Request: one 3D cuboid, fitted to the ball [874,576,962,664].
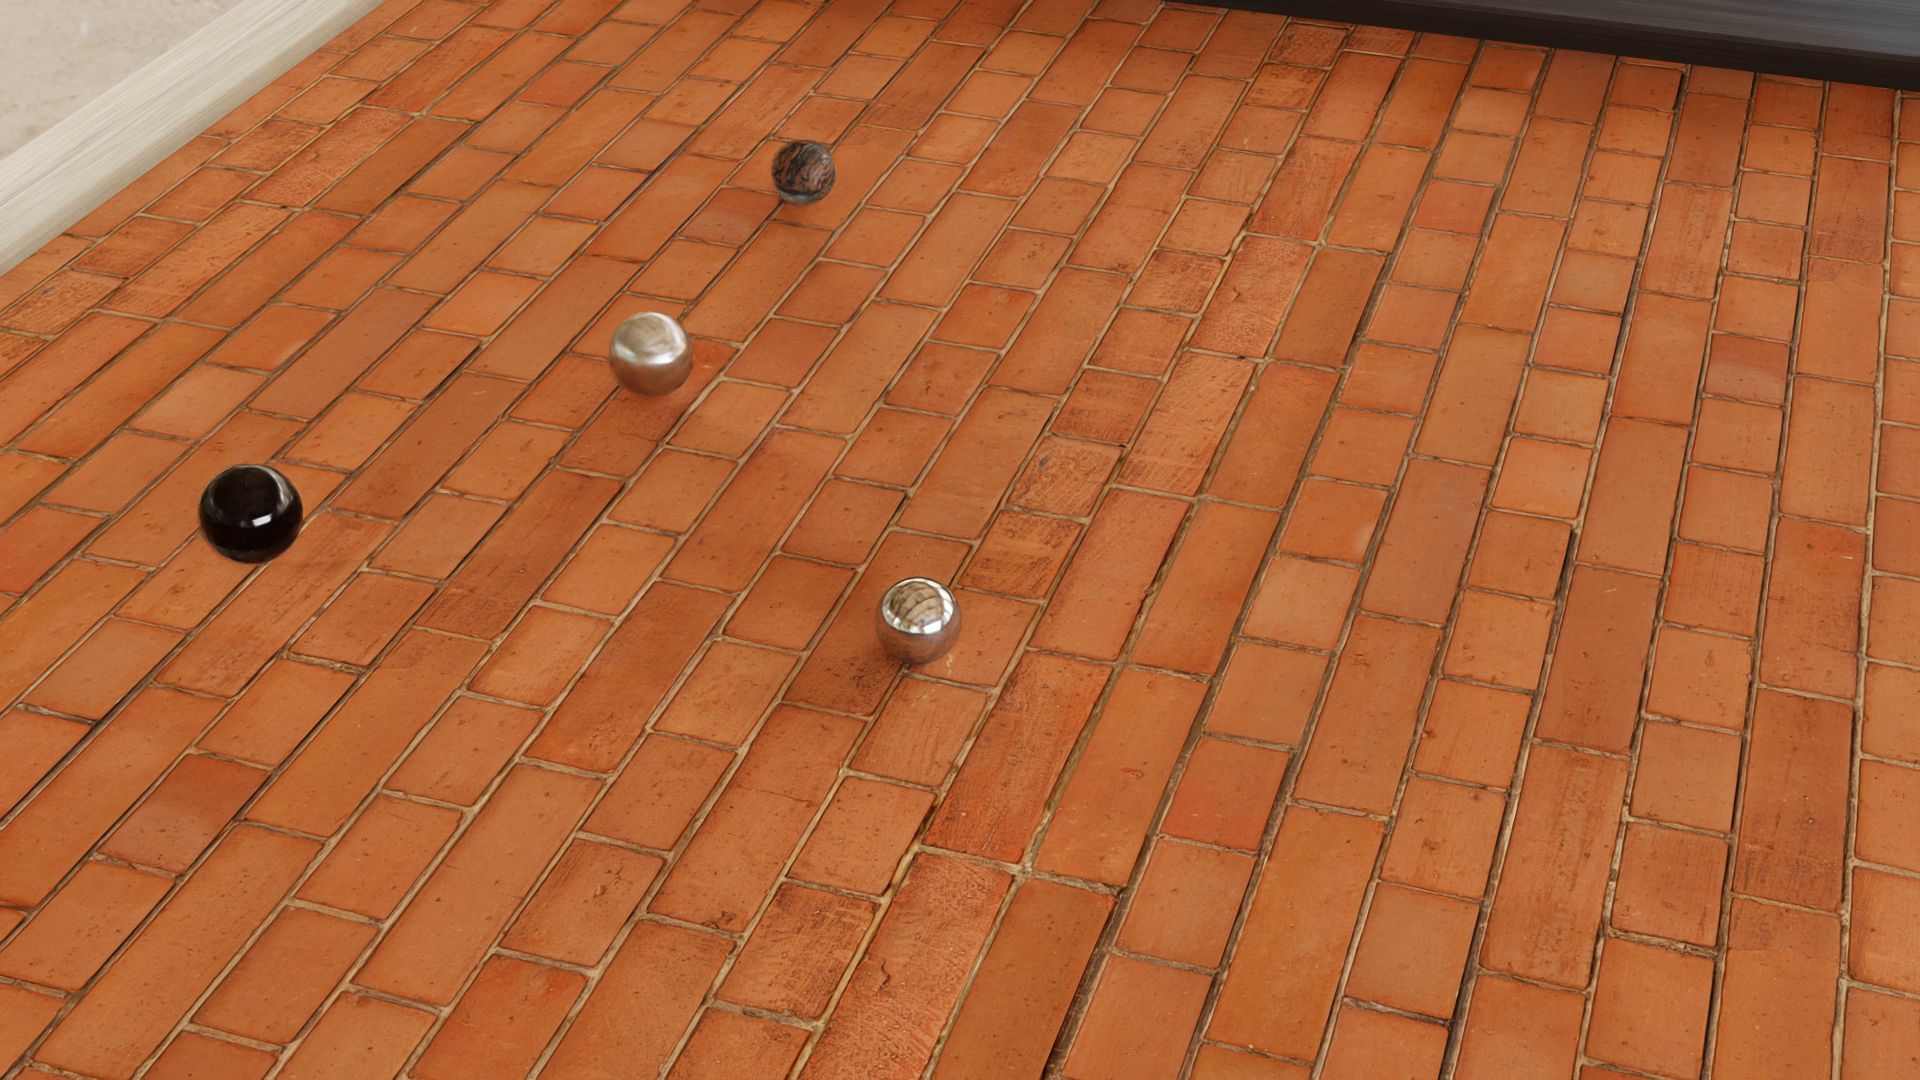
[{"bbox_3d":[-0.032,0.061,1.947,0.067,0.067,0.067,0,33,0],"label":"ball"}]

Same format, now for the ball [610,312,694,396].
[{"bbox_3d":[-0.274,-0.165,2.286,0.075,0.075,0.075,0,33,0],"label":"ball"}]

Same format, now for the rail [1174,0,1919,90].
[{"bbox_3d":[1.386,-0.476,2.729,4.203,0.105,0.045,10,35,15],"label":"rail"}]

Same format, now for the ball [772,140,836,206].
[{"bbox_3d":[-0.159,-0.373,2.611,0.065,0.065,0.065,0,33,0],"label":"ball"}]

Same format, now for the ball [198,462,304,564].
[{"bbox_3d":[-0.569,-0.021,2.059,0.081,0.081,0.081,0,33,0],"label":"ball"}]

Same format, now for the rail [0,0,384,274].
[{"bbox_3d":[-0.975,-0.191,2.294,0.045,0.105,2.520,10,35,15],"label":"rail"}]
